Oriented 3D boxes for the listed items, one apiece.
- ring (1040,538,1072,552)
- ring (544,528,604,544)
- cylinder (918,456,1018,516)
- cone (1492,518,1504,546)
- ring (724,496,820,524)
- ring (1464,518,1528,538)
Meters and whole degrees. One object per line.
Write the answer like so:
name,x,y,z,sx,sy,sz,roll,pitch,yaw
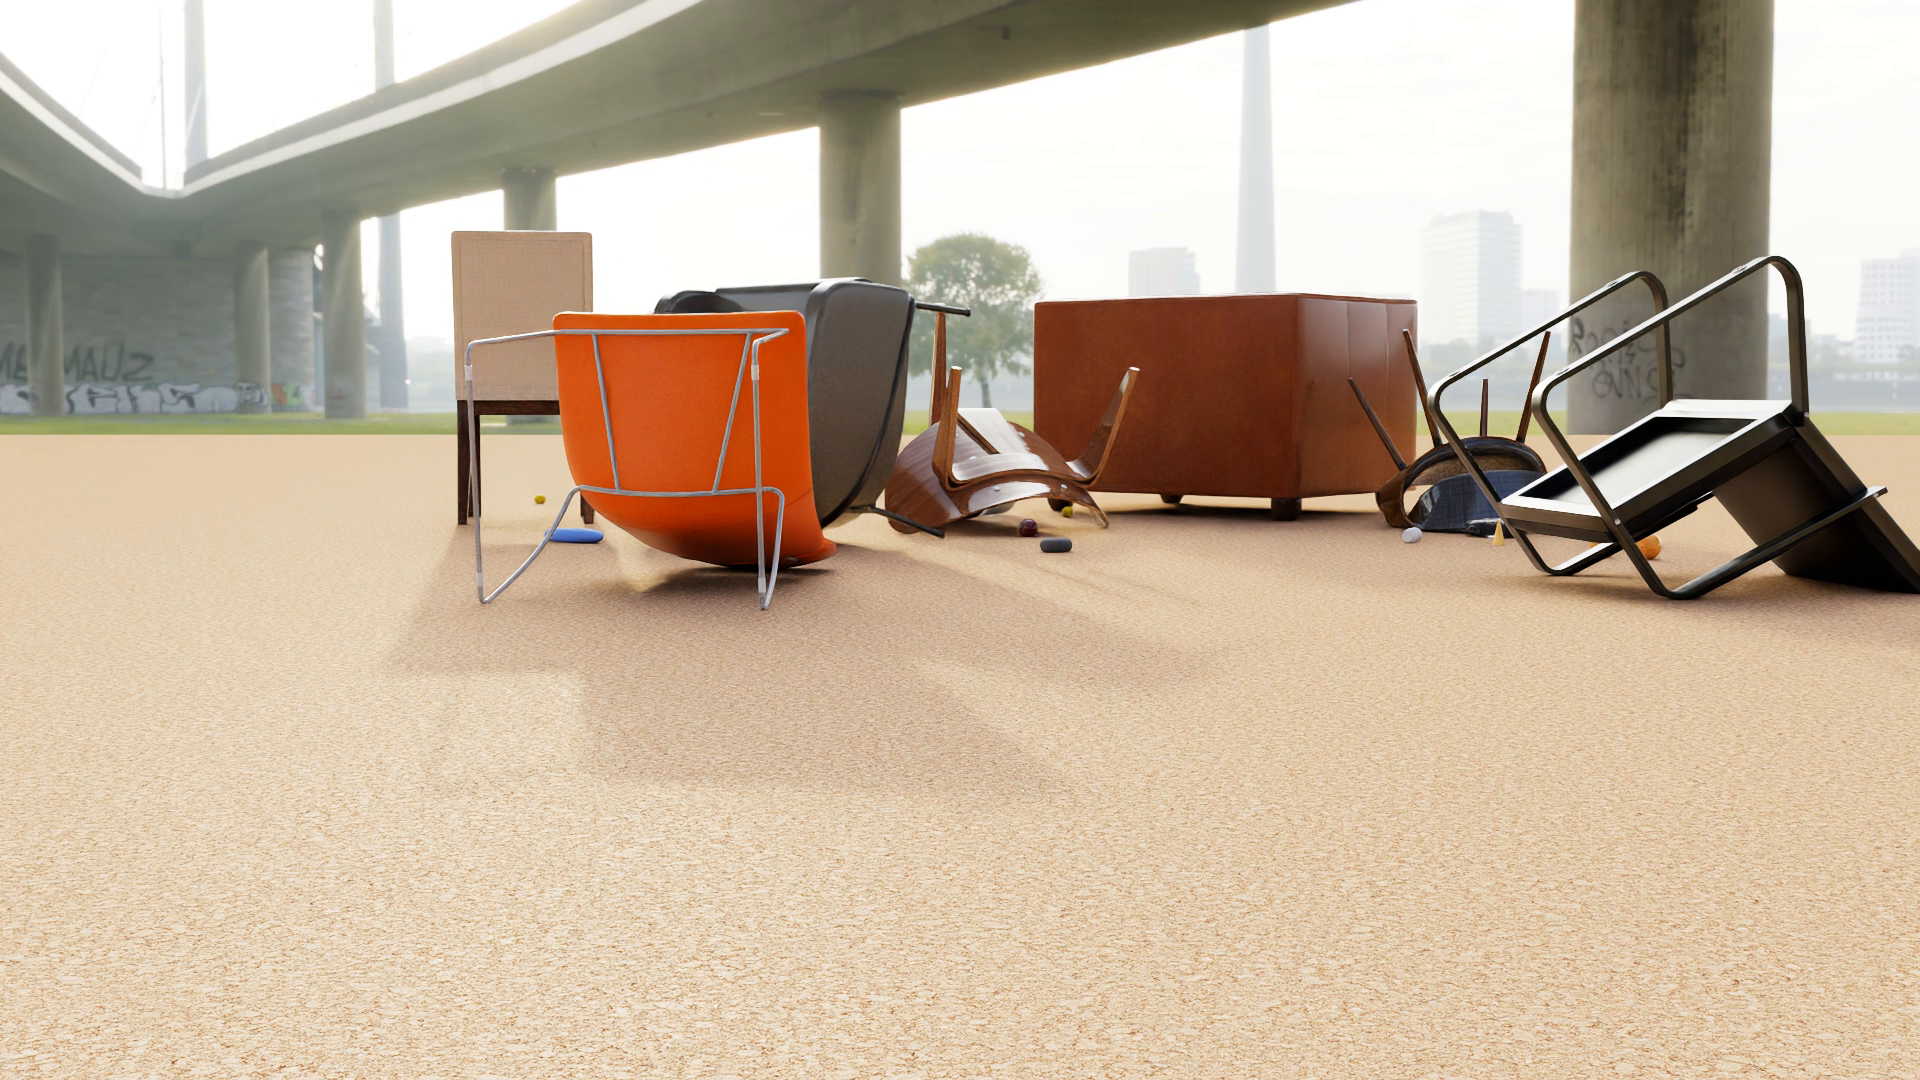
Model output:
ring,0.266,0.014,6.078,0.083,0.037,0.107,1,3,33
ring,-1.135,-0.013,6.464,0.242,0.039,0.086,3,4,39
cylinder,0.030,-0.192,7.827,0.247,0.206,0.258,-4,17,-42
cone,1.555,-0.026,6.346,0.037,0.080,0.063,1,4,19
ring,-0.636,-0.104,7.457,0.328,0.084,0.324,2,3,11
ring,1.634,-0.037,6.700,0.171,0.053,0.200,-2,5,-43
